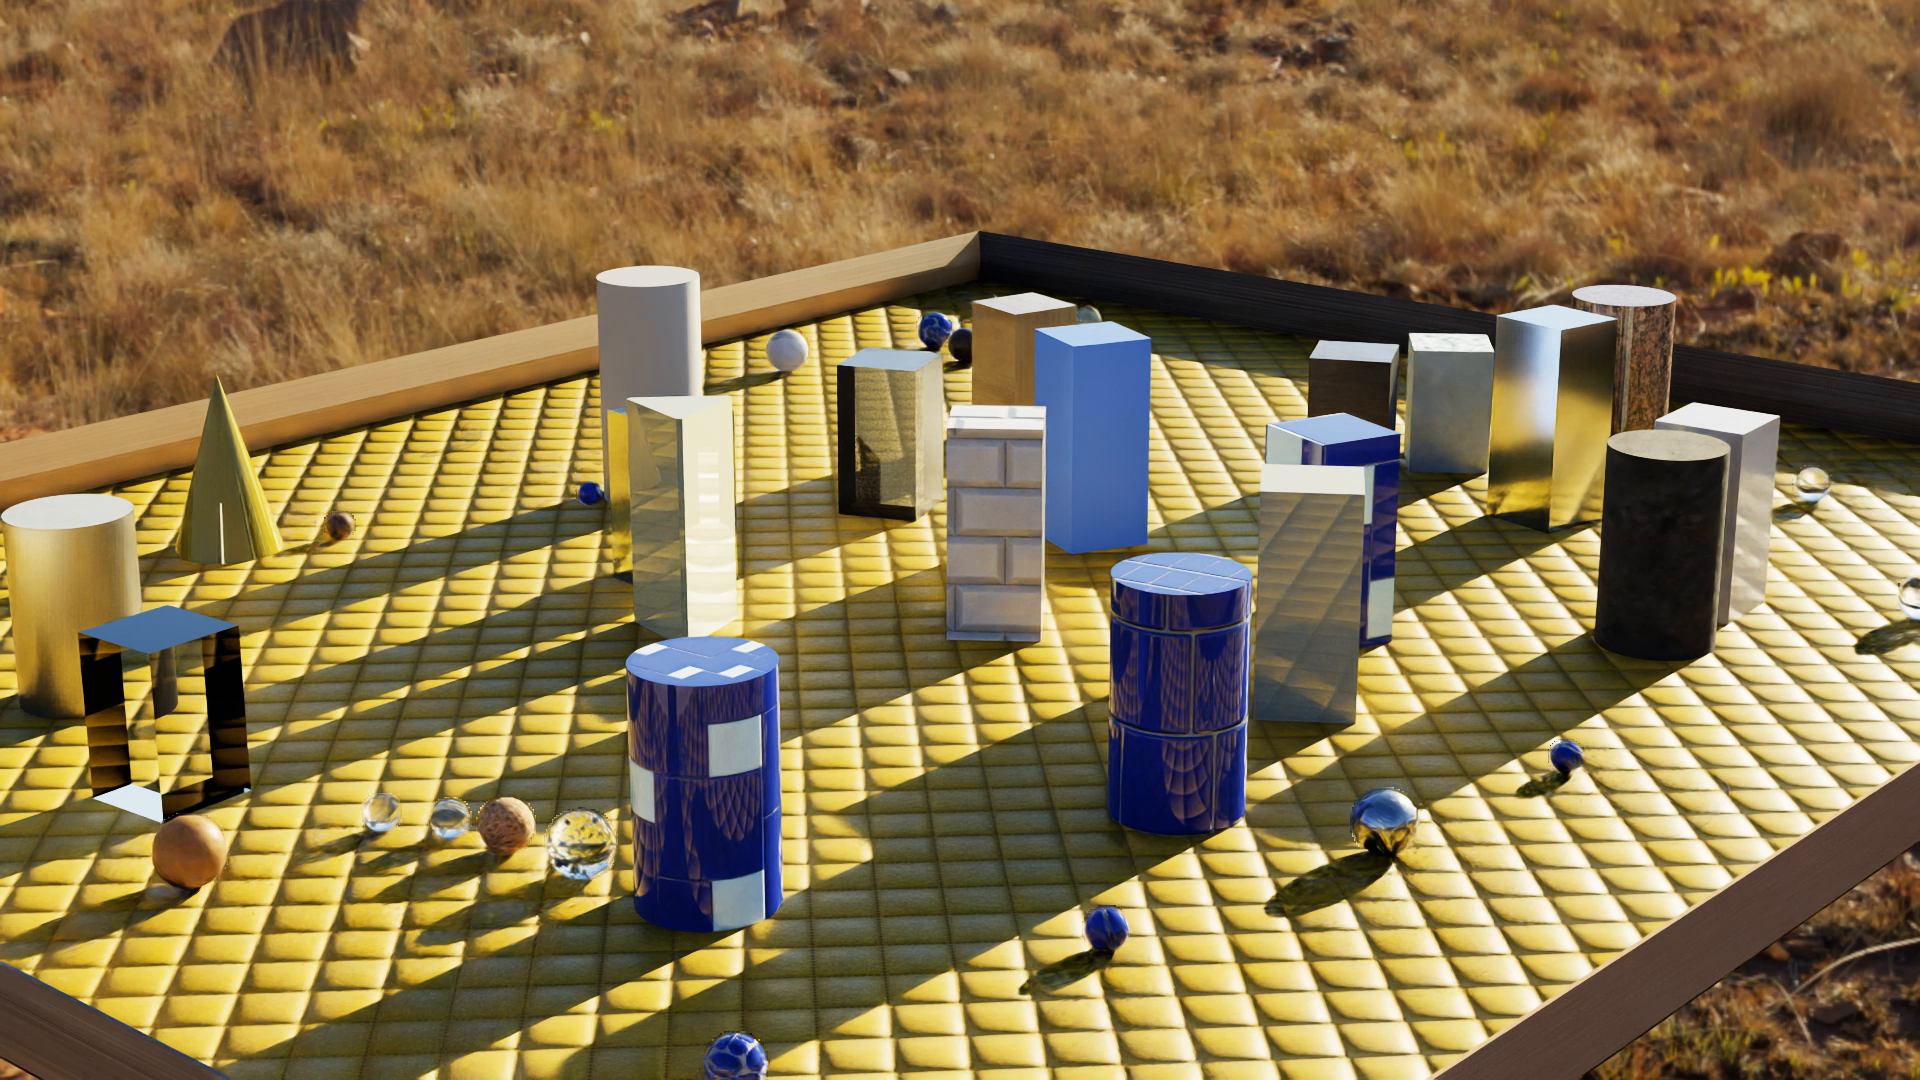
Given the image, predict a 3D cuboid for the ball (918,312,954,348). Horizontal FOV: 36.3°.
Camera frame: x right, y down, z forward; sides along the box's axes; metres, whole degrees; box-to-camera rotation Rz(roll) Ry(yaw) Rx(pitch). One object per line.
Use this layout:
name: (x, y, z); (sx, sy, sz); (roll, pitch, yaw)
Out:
ball: (-0.058, -0.497, 6.951); (0.085, 0.085, 0.085); (0, 17, 0)

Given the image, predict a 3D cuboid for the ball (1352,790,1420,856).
ball: (0.582, 0.387, 4.011); (0.091, 0.091, 0.091); (0, 17, 0)

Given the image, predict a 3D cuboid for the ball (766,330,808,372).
ball: (-0.396, -0.434, 6.722); (0.097, 0.097, 0.097); (0, 17, 0)

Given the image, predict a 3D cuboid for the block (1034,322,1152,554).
block: (0.242, -0.190, 5.408); (0.157, 0.389, 0.157); (-7, 18, -23)

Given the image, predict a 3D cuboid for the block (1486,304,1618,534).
block: (1.117, -0.230, 5.541); (0.157, 0.389, 0.157); (-12, 21, -36)

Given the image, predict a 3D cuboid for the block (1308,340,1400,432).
block: (0.774, -0.241, 5.787); (0.157, 0.269, 0.157); (4, 17, 13)

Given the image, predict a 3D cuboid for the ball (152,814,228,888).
ball: (-1.026, 0.415, 3.904); (0.098, 0.098, 0.098); (0, 17, 0)

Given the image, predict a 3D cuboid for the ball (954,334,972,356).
ball: (0.012, -0.454, 6.817); (0.052, 0.052, 0.052); (0, 17, 0)

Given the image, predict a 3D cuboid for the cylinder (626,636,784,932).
cylinder: (-0.331, 0.316, 3.821); (0.197, 0.336, 0.197); (0, 17, 0)

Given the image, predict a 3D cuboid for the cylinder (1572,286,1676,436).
cylinder: (1.285, -0.287, 5.727); (0.197, 0.389, 0.197); (0, 17, 0)

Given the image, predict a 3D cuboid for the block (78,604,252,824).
block: (-1.138, 0.246, 4.197); (0.157, 0.252, 0.157); (12, 21, 35)

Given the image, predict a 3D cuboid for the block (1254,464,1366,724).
block: (0.540, 0.082, 4.543); (0.157, 0.367, 0.157); (2, 17, 6)

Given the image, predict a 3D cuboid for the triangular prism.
triangular prism: (-0.444, -0.042, 4.915); (0.148, 0.390, 0.170); (-12, 20, -34)

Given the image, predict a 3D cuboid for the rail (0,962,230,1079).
rail: (-1.348, 0.480, 3.633); (3.482, 0.128, 0.045); (14, 22, 39)

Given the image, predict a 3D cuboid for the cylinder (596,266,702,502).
cylinder: (-0.598, -0.297, 5.681); (0.197, 0.436, 0.197); (0, 17, 0)

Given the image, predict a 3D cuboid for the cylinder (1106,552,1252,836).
cylinder: (0.308, 0.215, 4.125); (0.197, 0.353, 0.197); (0, 17, 0)

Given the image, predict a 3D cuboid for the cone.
cone: (-1.346, -0.144, 5.354); (0.197, 0.332, 0.197); (0, 17, 0)

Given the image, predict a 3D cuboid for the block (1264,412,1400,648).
block: (0.612, -0.011, 4.866); (0.157, 0.359, 0.157); (-9, 19, -28)

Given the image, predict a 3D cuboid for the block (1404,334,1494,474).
block: (0.989, -0.278, 5.940); (0.157, 0.250, 0.157); (1, 17, 4)

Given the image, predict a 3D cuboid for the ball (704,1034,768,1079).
ball: (-0.256, 0.599, 3.339); (0.073, 0.073, 0.073); (0, 17, 0)

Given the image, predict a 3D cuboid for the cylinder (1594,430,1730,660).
cylinder: (1.158, 0.007, 4.840); (0.197, 0.339, 0.197); (0, 17, 0)

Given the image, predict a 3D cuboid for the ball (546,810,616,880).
ball: (-0.508, 0.409, 3.932); (0.094, 0.094, 0.094); (0, 17, 0)

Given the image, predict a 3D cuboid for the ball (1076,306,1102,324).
ball: (0.310, -0.534, 7.110); (0.066, 0.066, 0.066); (0, 17, 0)

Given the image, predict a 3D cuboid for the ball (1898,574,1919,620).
ball: (1.638, 0.098, 4.989); (0.079, 0.079, 0.079); (0, 17, 0)

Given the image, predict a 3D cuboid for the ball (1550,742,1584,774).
ball: (0.892, 0.319, 4.311); (0.047, 0.047, 0.047); (0, 17, 0)

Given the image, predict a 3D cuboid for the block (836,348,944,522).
block: (-0.133, -0.204, 5.621); (0.157, 0.293, 0.157); (6, 18, 18)

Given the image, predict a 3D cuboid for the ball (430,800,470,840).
ball: (-0.707, 0.388, 4.070); (0.055, 0.055, 0.055); (0, 17, 0)

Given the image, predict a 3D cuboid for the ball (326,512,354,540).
ball: (-1.152, -0.026, 5.449); (0.051, 0.051, 0.051); (0, 17, 0)

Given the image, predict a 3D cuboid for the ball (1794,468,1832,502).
ball: (1.655, -0.107, 5.689); (0.068, 0.068, 0.068); (0, 17, 0)

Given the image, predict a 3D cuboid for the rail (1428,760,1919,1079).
rail: (1.297, 0.357, 4.042); (0.045, 0.128, 4.160); (14, 22, 39)

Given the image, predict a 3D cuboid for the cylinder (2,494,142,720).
cylinder: (-1.381, 0.102, 4.582); (0.197, 0.306, 0.197); (0, 17, 0)

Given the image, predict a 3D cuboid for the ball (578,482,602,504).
ball: (-0.715, -0.091, 5.666); (0.045, 0.045, 0.045); (0, 17, 0)

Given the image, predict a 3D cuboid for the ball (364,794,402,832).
ball: (-0.807, 0.381, 4.095); (0.052, 0.052, 0.052); (0, 17, 0)

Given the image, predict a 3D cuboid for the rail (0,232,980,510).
rail: (-1.297, -0.293, 6.198); (0.045, 0.128, 4.160); (14, 22, 39)

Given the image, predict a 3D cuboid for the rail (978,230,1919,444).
rail: (1.348, -0.416, 6.607); (3.482, 0.128, 0.045); (14, 22, 39)

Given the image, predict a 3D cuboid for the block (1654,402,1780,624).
block: (1.288, -0.047, 5.030); (0.157, 0.334, 0.157); (12, 21, 35)

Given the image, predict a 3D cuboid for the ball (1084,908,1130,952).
ball: (0.186, 0.494, 3.714); (0.057, 0.057, 0.057); (0, 17, 0)

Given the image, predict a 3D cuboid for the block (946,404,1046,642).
block: (0.061, -0.030, 4.916); (0.157, 0.365, 0.157); (1, 17, 3)

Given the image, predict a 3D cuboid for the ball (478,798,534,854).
ball: (-0.622, 0.391, 4.022); (0.076, 0.076, 0.076); (0, 17, 0)

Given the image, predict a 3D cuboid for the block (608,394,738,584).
block: (-0.507, -0.080, 5.184); (0.157, 0.308, 0.157); (-16, 23, -42)

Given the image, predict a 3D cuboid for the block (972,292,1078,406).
block: (0.134, -0.358, 6.151); (0.157, 0.282, 0.157); (-11, 20, -33)
